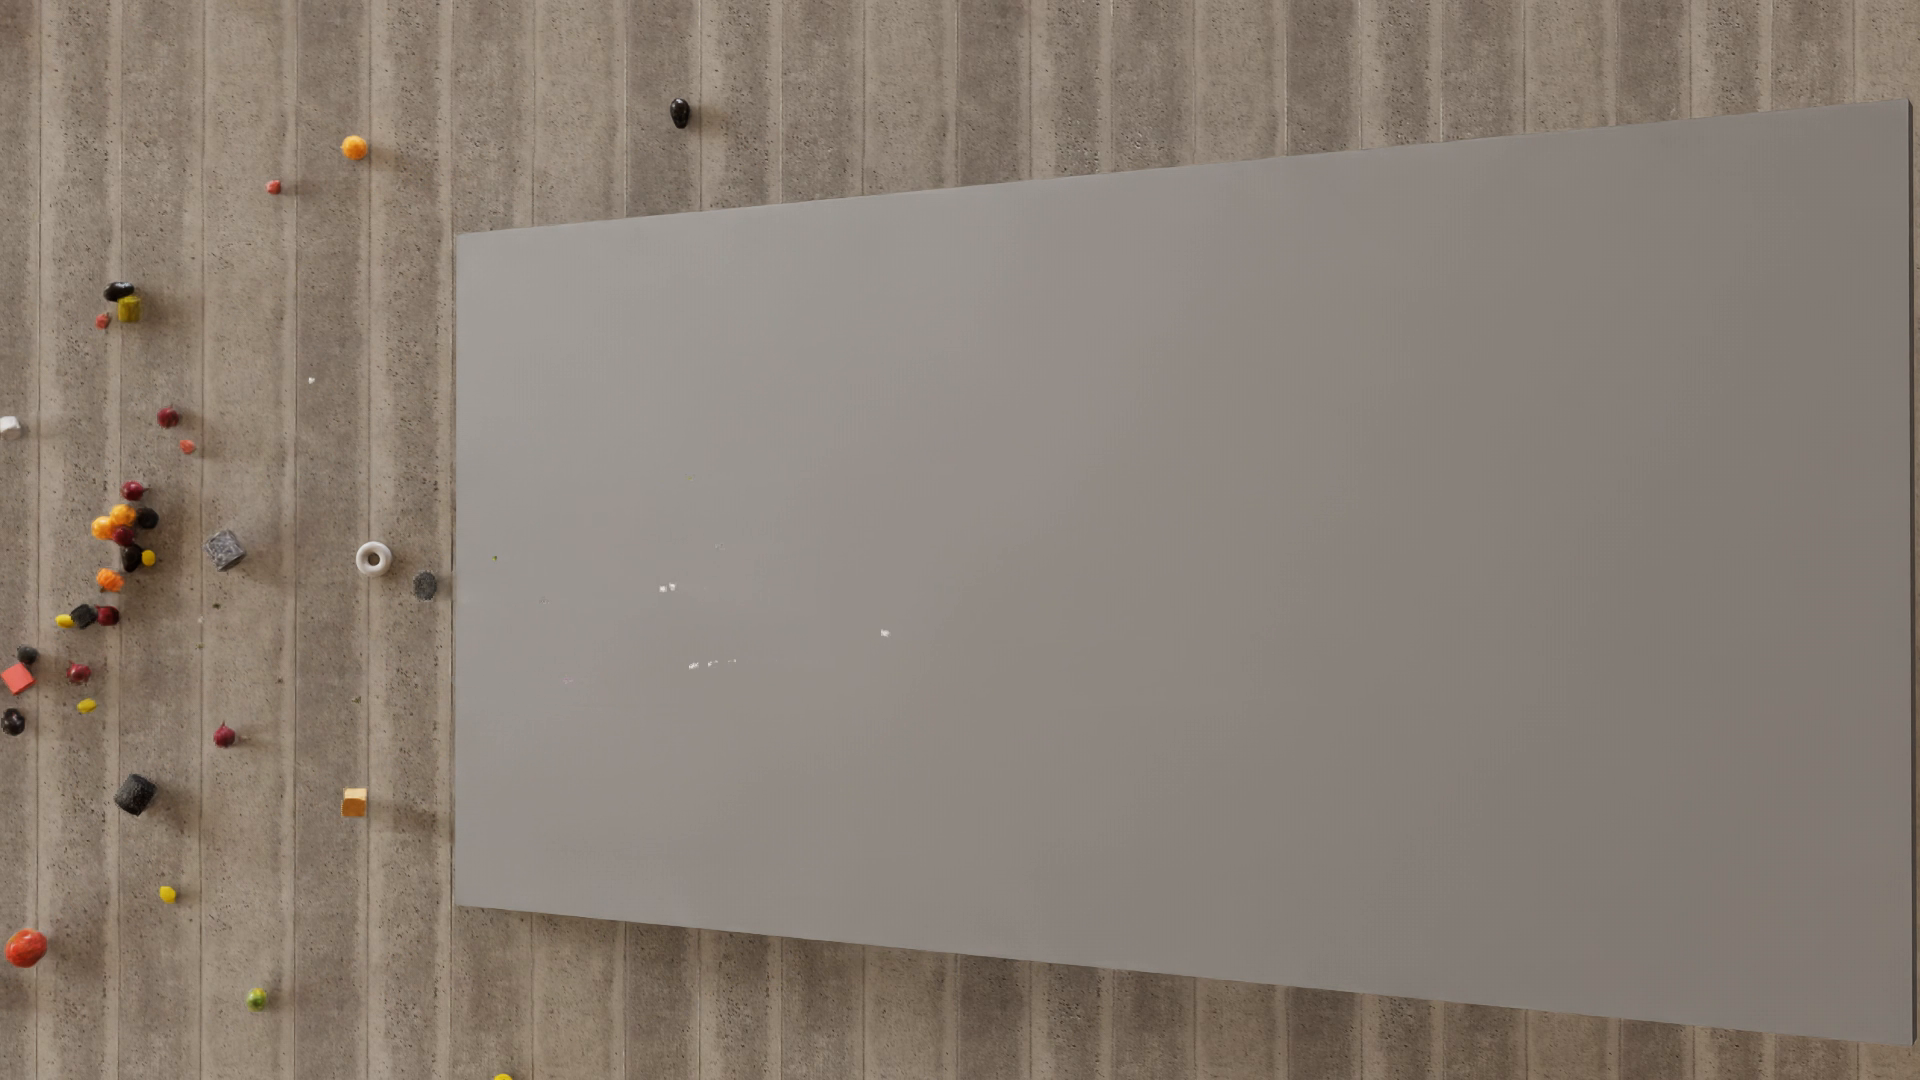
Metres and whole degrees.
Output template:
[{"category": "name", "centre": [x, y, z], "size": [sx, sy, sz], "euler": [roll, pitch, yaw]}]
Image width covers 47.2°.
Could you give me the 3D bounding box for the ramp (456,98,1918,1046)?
[{"category": "ramp", "centre": [0.274, 0.076, 5.642], "size": [4.000, 0.100, 2.000], "euler": [0, 89, 29]}]

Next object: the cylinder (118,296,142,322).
[{"category": "cylinder", "centre": [-2.498, -0.694, 6.615], "size": [0.064, 0.064, 0.064], "euler": [5, 109, 0]}]

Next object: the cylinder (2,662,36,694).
[{"category": "cylinder", "centre": [-2.830, 0.416, 6.609], "size": [0.069, 0.069, 0.069], "euler": [-36, 90, 0]}]

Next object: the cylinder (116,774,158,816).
[{"category": "cylinder", "centre": [-2.471, 0.766, 6.597], "size": [0.087, 0.087, 0.087], "euler": [38, 93, 0]}]

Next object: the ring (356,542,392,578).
[{"category": "ring", "centre": [-1.766, 0.059, 6.630], "size": [0.109, 0.036, 0.109], "euler": [0, 91, -1]}]

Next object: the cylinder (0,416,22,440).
[{"category": "cylinder", "centre": [-2.858, -0.335, 6.614], "size": [0.053, 0.053, 0.053], "euler": [-38, 53, 0]}]

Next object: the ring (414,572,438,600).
[{"category": "ring", "centre": [-1.607, 0.139, 6.611], "size": [0.086, 0.029, 0.086], "euler": [0, 89, 33]}]

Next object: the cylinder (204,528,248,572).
[{"category": "cylinder", "centre": [-2.205, 0.030, 6.602], "size": [0.092, 0.092, 0.092], "euler": [-35, 89, 0]}]

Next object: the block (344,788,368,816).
[{"category": "block", "centre": [-1.812, 0.785, 6.590], "size": [0.060, 0.060, 0.060], "euler": [5, 115, -9]}]

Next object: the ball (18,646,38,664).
[{"category": "ball", "centre": [-2.804, 0.347, 6.617], "size": [0.054, 0.054, 0.054], "euler": [0, 89, 0]}]
